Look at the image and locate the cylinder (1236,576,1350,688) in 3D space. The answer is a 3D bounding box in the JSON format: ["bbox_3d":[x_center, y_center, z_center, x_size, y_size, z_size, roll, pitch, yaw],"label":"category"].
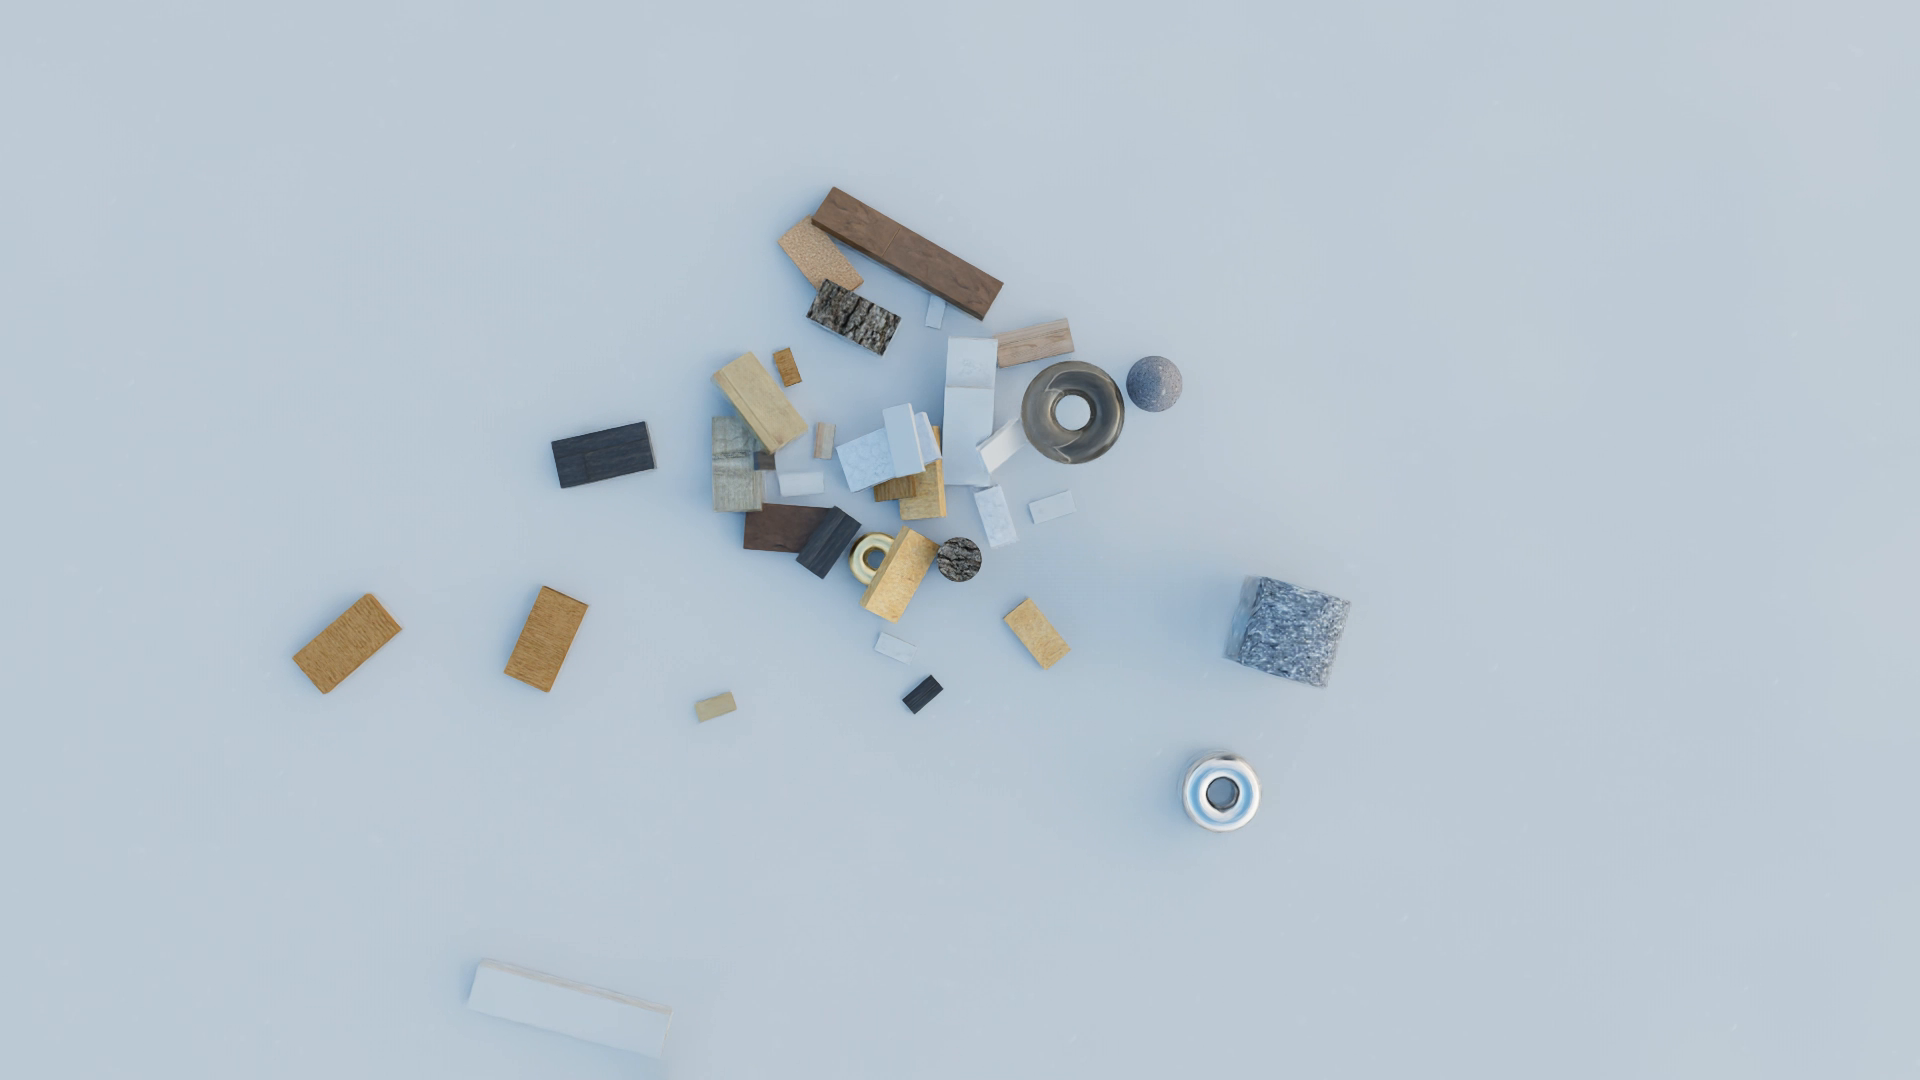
[{"bbox_3d":[1.080,0.300,5.354,0.292,0.292,0.292,16,90,0],"label":"cylinder"}]

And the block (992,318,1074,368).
[{"bbox_3d":[0.244,-0.654,5.484,0.254,0.032,0.112,-13,90,0],"label":"block"}]

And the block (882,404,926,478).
[{"bbox_3d":[-0.183,-0.324,5.367,0.093,0.026,0.226,-13,87,18],"label":"block"}]

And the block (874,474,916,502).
[{"bbox_3d":[-0.217,-0.171,5.456,0.145,0.021,0.072,-7,89,26],"label":"block"}]

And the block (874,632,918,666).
[{"bbox_3d":[-0.214,0.361,5.491,0.129,0.018,0.064,24,90,0],"label":"block"}]

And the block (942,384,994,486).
[{"bbox_3d":[0.025,-0.345,5.432,0.161,0.046,0.322,3,107,0],"label":"block"}]

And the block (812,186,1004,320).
[{"bbox_3d":[-0.173,-0.948,5.458,0.650,0.040,0.141,30,72,0],"label":"block"}]

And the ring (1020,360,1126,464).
[{"bbox_3d":[0.373,-0.421,5.444,0.345,0.115,0.345,0,90,-1],"label":"ring"}]

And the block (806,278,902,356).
[{"bbox_3d":[-0.352,-0.737,5.453,0.283,0.040,0.141,27,94,-9],"label":"block"}]

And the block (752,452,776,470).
[{"bbox_3d":[-0.645,-0.261,5.442,0.017,0.119,0.059,-6,90,21],"label":"block"}]

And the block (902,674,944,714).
[{"bbox_3d":[-0.123,0.514,5.491,0.129,0.018,0.064,-41,90,0],"label":"block"}]

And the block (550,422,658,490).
[{"bbox_3d":[-1.181,-0.281,5.477,0.318,0.045,0.159,-12,90,0],"label":"block"}]

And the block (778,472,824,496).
[{"bbox_3d":[-0.527,-0.186,5.490,0.145,0.021,0.072,-5,90,0],"label":"block"}]

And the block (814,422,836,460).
[{"bbox_3d":[-0.451,-0.330,5.492,0.059,0.017,0.119,7,90,0],"label":"block"}]

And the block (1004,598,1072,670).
[{"bbox_3d":[0.257,0.312,5.484,0.112,0.032,0.223,-39,90,0],"label":"block"}]

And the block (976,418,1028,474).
[{"bbox_3d":[0.137,-0.312,5.427,0.186,0.026,0.093,-40,127,-24],"label":"block"}]

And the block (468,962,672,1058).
[{"bbox_3d":[-1.296,1.562,5.479,0.658,0.042,0.149,15,90,0],"label":"block"}]

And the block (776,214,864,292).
[{"bbox_3d":[-0.463,-0.926,5.480,0.141,0.040,0.283,-39,90,0],"label":"block"}]

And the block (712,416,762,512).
[{"bbox_3d":[-0.737,-0.251,5.453,0.157,0.045,0.315,-2,81,0],"label":"block"}]

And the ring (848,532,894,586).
[{"bbox_3d":[-0.277,0.065,5.469,0.185,0.062,0.185,0,94,0],"label":"ring"}]

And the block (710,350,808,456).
[{"bbox_3d":[-0.663,-0.452,5.443,0.159,0.045,0.318,-36,89,-25],"label":"block"}]

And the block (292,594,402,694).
[{"bbox_3d":[-2.036,0.344,5.477,0.326,0.045,0.159,-41,90,0],"label":"block"}]

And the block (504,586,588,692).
[{"bbox_3d":[-1.375,0.329,5.478,0.158,0.045,0.315,24,90,0],"label":"block"}]

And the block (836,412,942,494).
[{"bbox_3d":[-0.234,-0.286,5.423,0.322,0.046,0.161,-21,84,17],"label":"block"}]

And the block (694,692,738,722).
[{"bbox_3d":[-0.814,0.555,5.491,0.129,0.018,0.064,-20,90,0],"label":"block"}]

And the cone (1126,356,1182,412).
[{"bbox_3d":[0.649,-0.520,5.406,0.189,0.189,0.189,0,90,0],"label":"cone"}]

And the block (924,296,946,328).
[{"bbox_3d":[-0.081,-0.759,5.493,0.052,0.015,0.104,12,90,0],"label":"block"}]

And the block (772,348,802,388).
[{"bbox_3d":[-0.575,-0.574,5.492,0.059,0.017,0.119,-21,90,0],"label":"block"}]

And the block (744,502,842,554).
[{"bbox_3d":[-0.554,-0.036,5.478,0.315,0.045,0.158,4,90,0],"label":"block"}]

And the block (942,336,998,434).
[{"bbox_3d":[0.033,-0.503,5.432,0.161,0.046,0.322,4,107,0],"label":"block"}]

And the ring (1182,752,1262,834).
[{"bbox_3d":[0.866,0.837,5.457,0.268,0.089,0.268,0,90,-1],"label":"ring"}]

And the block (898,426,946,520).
[{"bbox_3d":[-0.133,-0.220,5.449,0.149,0.042,0.298,-5,90,26],"label":"block"}]

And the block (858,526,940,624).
[{"bbox_3d":[-0.198,0.115,5.436,0.149,0.042,0.298,30,90,-40],"label":"block"}]

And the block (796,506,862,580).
[{"bbox_3d":[-0.432,0.008,5.440,0.112,0.032,0.223,35,90,0],"label":"block"}]

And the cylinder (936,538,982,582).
[{"bbox_3d":[-0.002,0.063,5.427,0.147,0.147,0.147,0,90,0],"label":"cylinder"}]

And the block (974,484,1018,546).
[{"bbox_3d":[0.118,-0.080,5.478,0.093,0.026,0.186,-19,95,-1],"label":"block"}]

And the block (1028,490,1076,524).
[{"bbox_3d":[0.308,-0.109,5.490,0.145,0.021,0.072,-18,90,0],"label":"block"}]
